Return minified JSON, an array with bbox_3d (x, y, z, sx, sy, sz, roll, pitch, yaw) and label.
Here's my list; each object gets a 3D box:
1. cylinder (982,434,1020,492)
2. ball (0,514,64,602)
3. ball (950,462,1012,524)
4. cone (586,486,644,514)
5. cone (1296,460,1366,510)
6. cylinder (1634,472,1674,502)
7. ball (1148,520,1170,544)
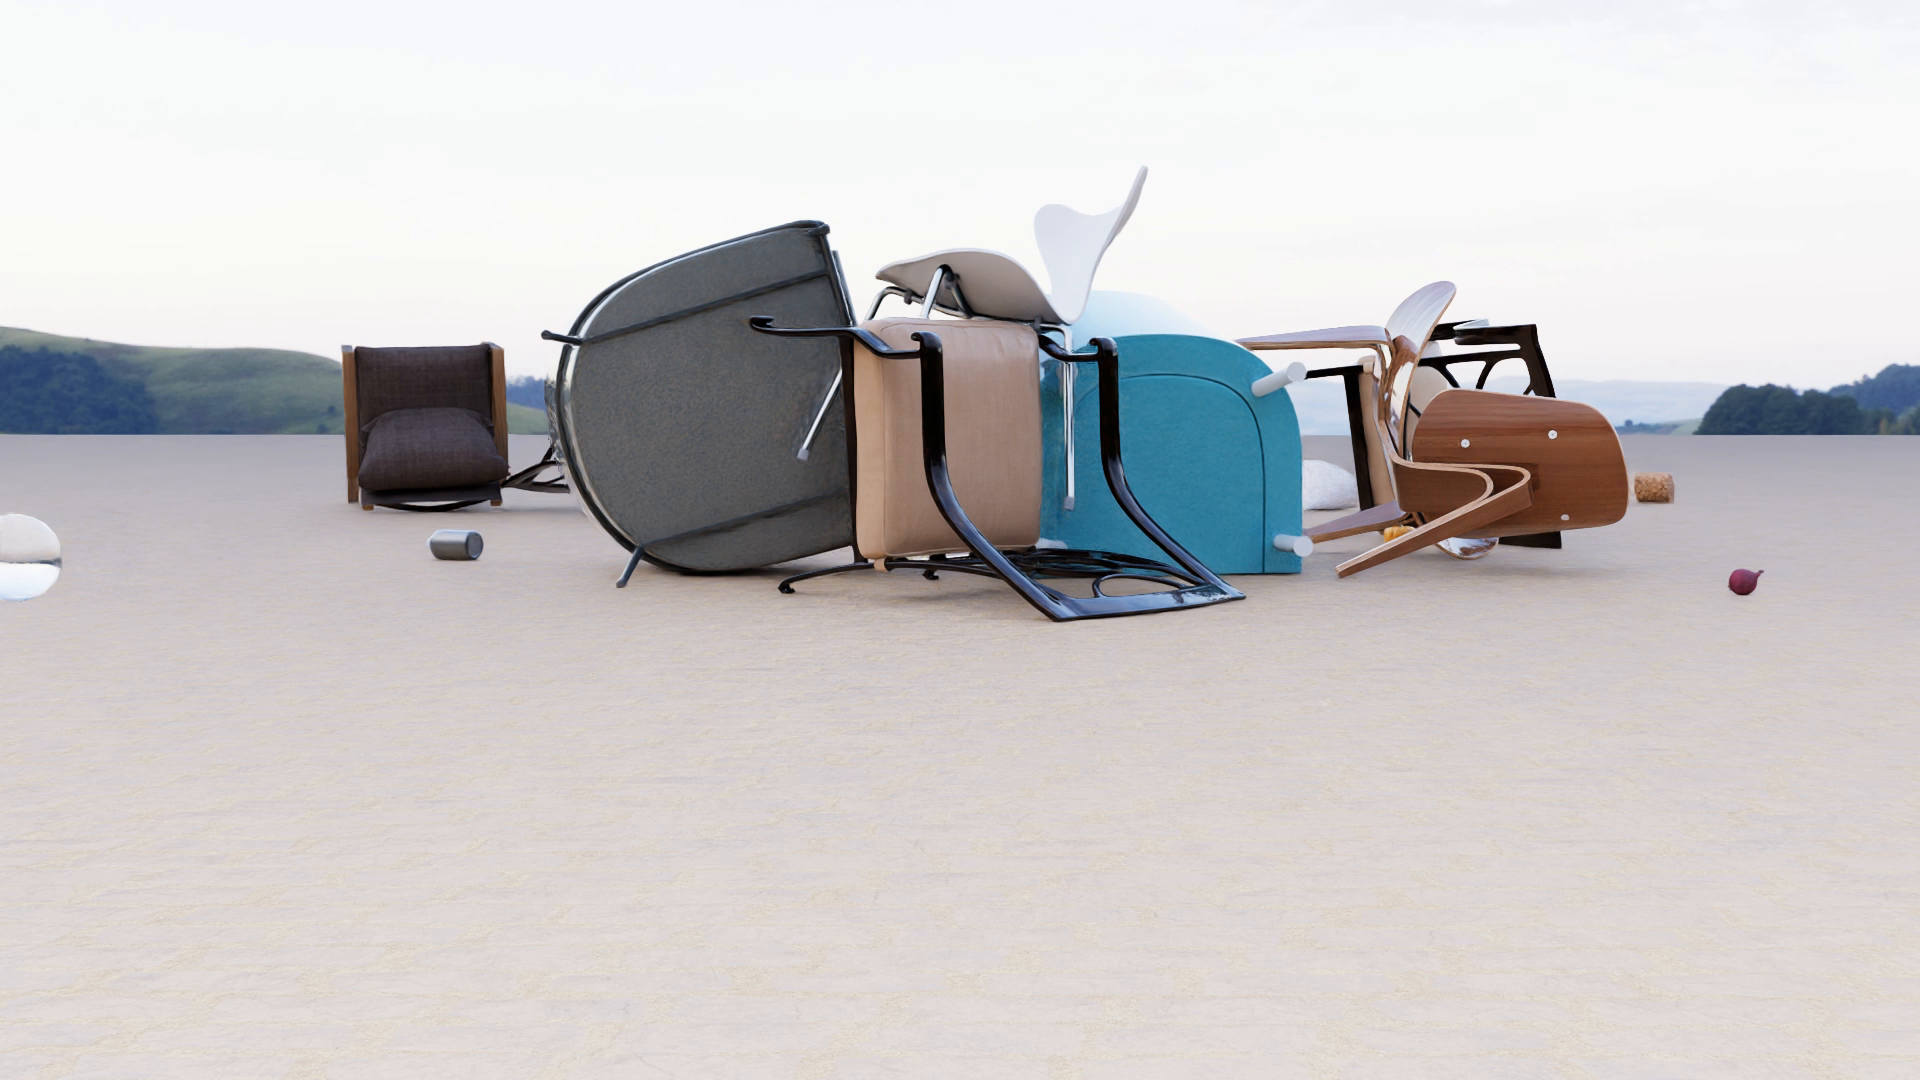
[{"bbox_3d":[0.167,-0.309,8.998,0.103,0.246,0.110,-7,-8,41],"label":"cylinder"},{"bbox_3d":[-1.991,0.038,4.636,0.185,0.185,0.185,0,4,0],"label":"ball"},{"bbox_3d":[0.071,-0.156,7.334,0.204,0.204,0.204,0,4,0],"label":"ball"},{"bbox_3d":[-1.252,-0.121,7.927,0.208,0.115,0.111,6,-26,-18],"label":"cone"},{"bbox_3d":[1.327,-0.158,8.168,0.299,0.197,0.187,22,46,31],"label":"cone"},{"bbox_3d":[2.745,-0.206,8.694,0.128,0.083,0.149,2,-38,32],"label":"cylinder"},{"bbox_3d":[0.581,-0.024,6.411,0.066,0.066,0.066,0,4,0],"label":"ball"}]
